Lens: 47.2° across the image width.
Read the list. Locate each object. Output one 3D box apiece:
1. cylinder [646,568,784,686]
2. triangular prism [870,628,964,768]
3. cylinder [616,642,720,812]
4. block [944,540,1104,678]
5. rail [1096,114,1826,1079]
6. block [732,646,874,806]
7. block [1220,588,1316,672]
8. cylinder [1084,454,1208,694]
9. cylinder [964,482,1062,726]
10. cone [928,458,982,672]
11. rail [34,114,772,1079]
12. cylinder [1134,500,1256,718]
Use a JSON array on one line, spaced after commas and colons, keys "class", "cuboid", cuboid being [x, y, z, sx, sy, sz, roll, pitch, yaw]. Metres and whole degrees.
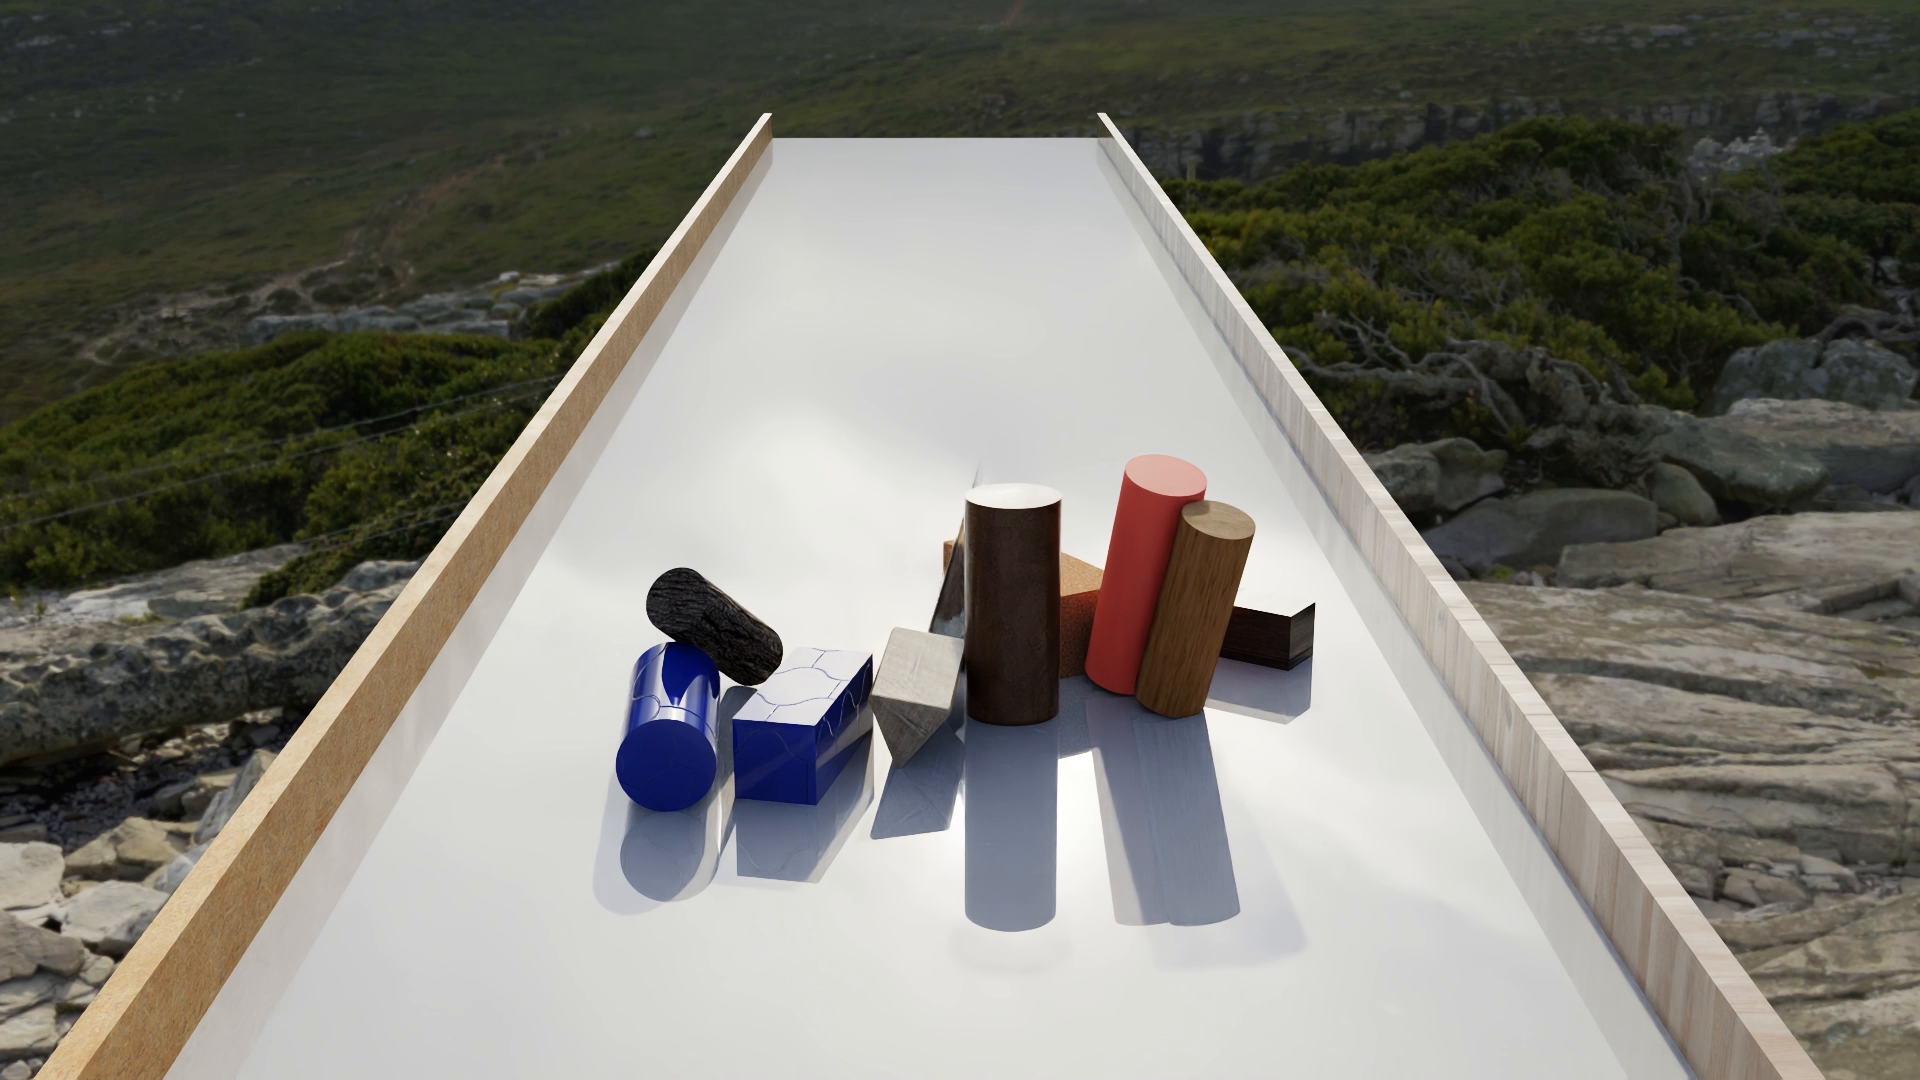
[{"class": "cylinder", "cuboid": [-0.458, 0.167, 4.140, 0.126, 0.126, 0.340, 7, -17, 22]}, {"class": "triangular prism", "cuboid": [-0.095, 0.259, 4.022, 0.125, 0.144, 0.371, 39, 16, -7]}, {"class": "cylinder", "cuboid": [-0.507, 0.321, 3.856, 0.167, 0.167, 0.391, -1, 17, -5]}, {"class": "block", "cuboid": [0.153, 0.125, 4.508, 0.170, 0.170, 0.440, -10, 19, -30]}, {"class": "rail", "cuboid": [0.932, -0.844, 7.801, 0.050, 0.150, 12.000, 0, 17, -1]}, {"class": "block", "cuboid": [-0.272, 0.323, 3.887, 0.145, 0.145, 0.375, 4, 17, 12]}, {"class": "block", "cuboid": [0.517, 0.161, 4.487, 0.395, 0.114, 0.114, 11, 20, 32]}, {"class": "cylinder", "cuboid": [0.350, 0.068, 4.174, 0.154, 0.444, 0.154, 7, 31, -4]}, {"class": "cylinder", "cuboid": [0.098, 0.119, 4.093, 0.178, 0.419, 0.178, 0, 17, 0]}, {"class": "cone", "cuboid": [0.015, 0.039, 4.328, 0.136, 0.424, 0.136, 7, 19, -2]}, {"class": "rail", "cuboid": [-1.118, -0.838, 7.780, 0.050, 0.150, 12.000, 0, 17, -1]}, {"class": "cylinder", "cuboid": [0.432, 0.129, 4.066, 0.137, 0.391, 0.137, 9, 30, -5]}]
